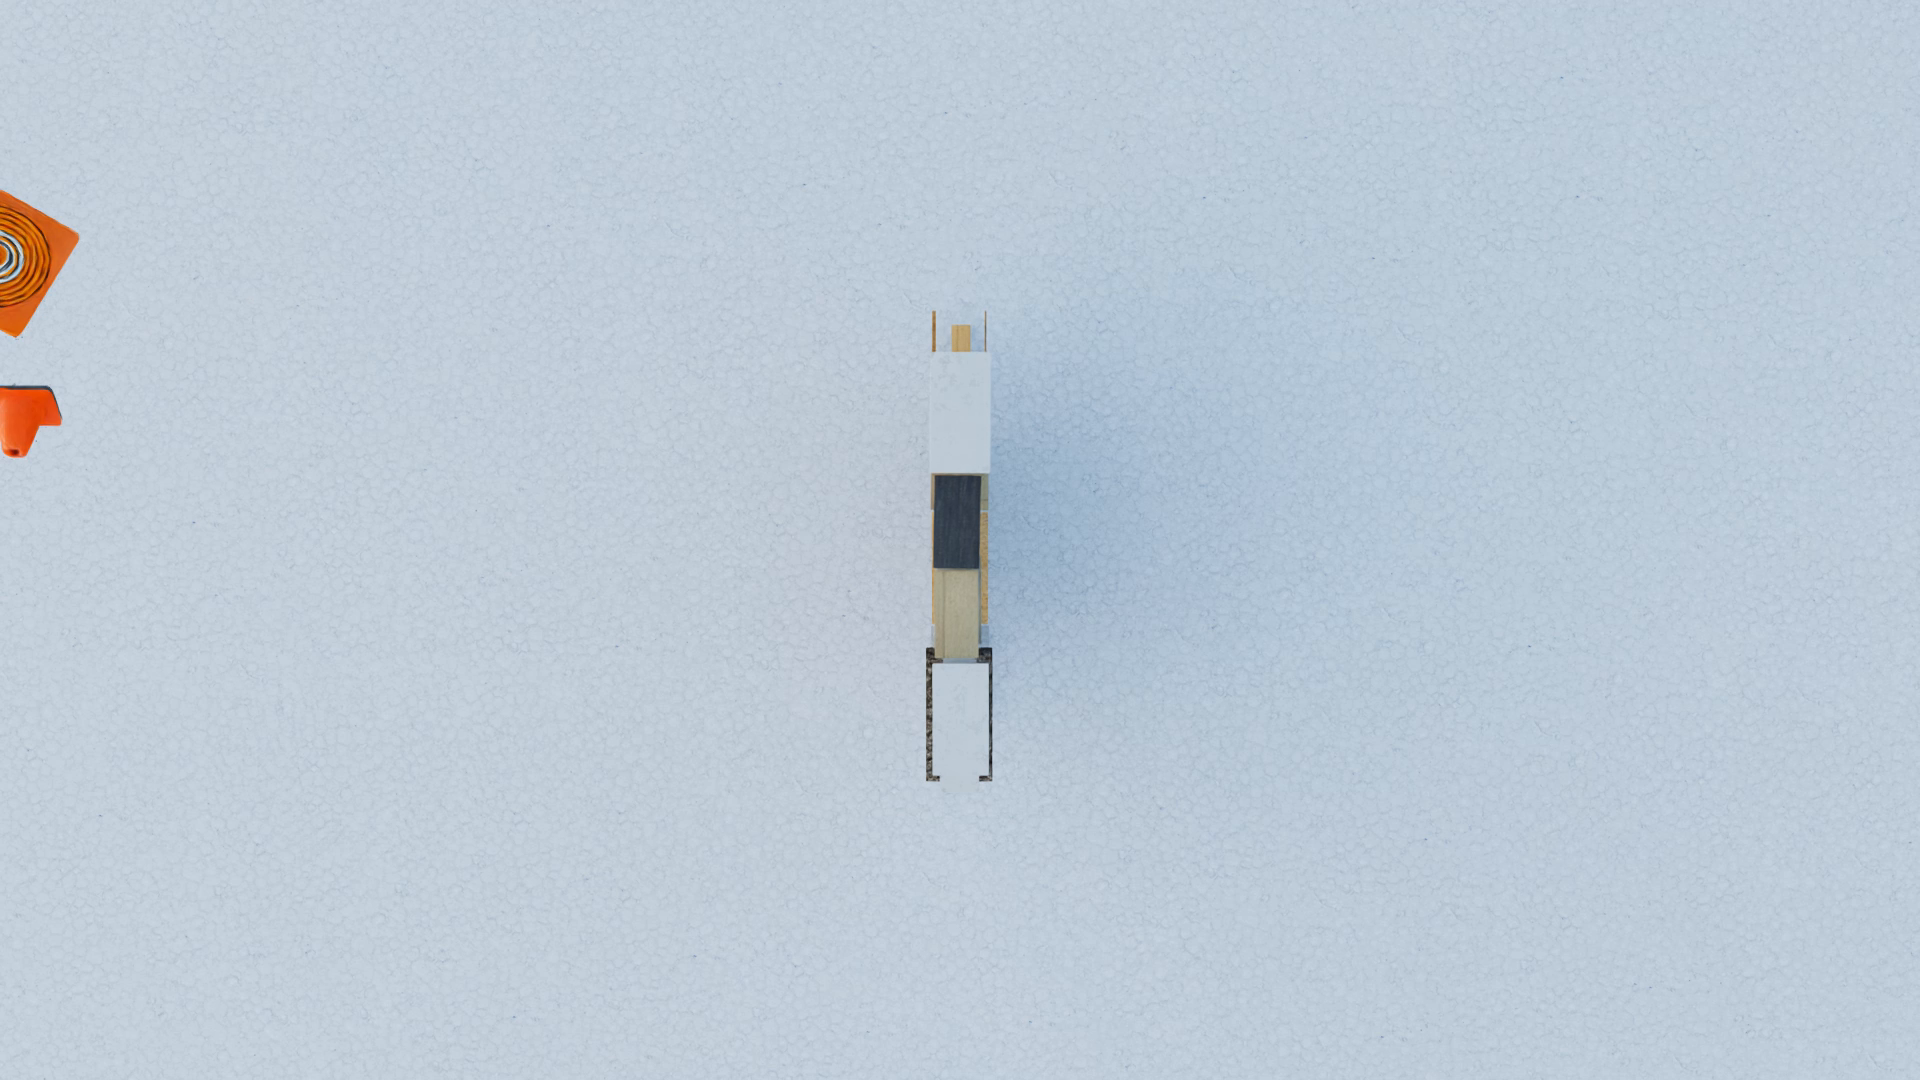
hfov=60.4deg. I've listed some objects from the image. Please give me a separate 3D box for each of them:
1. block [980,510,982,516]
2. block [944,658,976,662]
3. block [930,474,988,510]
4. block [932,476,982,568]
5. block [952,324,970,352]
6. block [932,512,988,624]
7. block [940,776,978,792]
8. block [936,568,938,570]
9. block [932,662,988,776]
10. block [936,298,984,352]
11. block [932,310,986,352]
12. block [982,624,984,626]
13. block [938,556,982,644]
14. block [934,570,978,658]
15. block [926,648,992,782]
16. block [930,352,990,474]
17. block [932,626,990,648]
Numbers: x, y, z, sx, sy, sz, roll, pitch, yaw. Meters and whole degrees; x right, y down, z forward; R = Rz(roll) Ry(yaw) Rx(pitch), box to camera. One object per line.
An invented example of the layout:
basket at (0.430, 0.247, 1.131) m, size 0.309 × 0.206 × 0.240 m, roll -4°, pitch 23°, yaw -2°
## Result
block at (-0.005, -0.199, 4.665) m, size 0.132 × 0.037 × 0.264 m, roll 0°, pitch 90°, yaw 0°
block at (0.000, 0.353, 4.194) m, size 0.083 × 0.023 × 0.166 m, roll 0°, pitch 90°, yaw 0°
block at (0.000, -0.226, 4.281) m, size 0.149 × 0.042 × 0.299 m, roll 0°, pitch 90°, yaw 0°
block at (-0.007, -0.044, 4.008) m, size 0.112 × 0.032 × 0.225 m, roll 1°, pitch 90°, yaw 1°
block at (0.003, -0.501, 4.208) m, size 0.048 × 0.014 × 0.095 m, roll 0°, pitch 90°, yaw 0°
block at (0.000, 0.081, 4.806) m, size 0.163 × 0.046 × 0.326 m, roll 0°, pitch 90°, yaw 0°
block at (-0.001, 0.539, 4.163) m, size 0.098 × 0.028 × 0.195 m, roll 0°, pitch 90°, yaw 0°
block at (-0.006, 0.167, 4.525) m, size 0.117 × 0.033 × 0.233 m, roll 0°, pitch 90°, yaw 0°
block at (0.002, 0.420, 3.870) m, size 0.130 × 0.037 × 0.260 m, roll 0°, pitch 90°, yaw 0°
block at (0.001, -0.508, 4.328) m, size 0.127 × 0.036 × 0.255 m, roll 0°, pitch 90°, yaw 0°
block at (-0.002, -0.488, 4.622) m, size 0.152 × 0.043 × 0.303 m, roll 0°, pitch 90°, yaw 0°
block at (0.002, 0.219, 5.176) m, size 0.151 × 0.043 × 0.302 m, roll 0°, pitch 90°, yaw 0°
block at (-0.001, 0.154, 4.266) m, size 0.113 × 0.032 × 0.227 m, roll 0°, pitch 90°, yaw 0°
block at (-0.008, 0.181, 4.023) m, size 0.106 × 0.030 × 0.212 m, roll 0°, pitch 90°, yaw 0°
block at (-0.002, 0.464, 4.397) m, size 0.176 × 0.050 × 0.353 m, roll 0°, pitch 90°, yaw 0°
block at (0.001, -0.304, 3.951) m, size 0.144 × 0.041 × 0.288 m, roll 0°, pitch 90°, yaw 0°
block at (0.001, 0.415, 4.798) m, size 0.166 × 0.047 × 0.333 m, roll 0°, pitch 90°, yaw 0°
